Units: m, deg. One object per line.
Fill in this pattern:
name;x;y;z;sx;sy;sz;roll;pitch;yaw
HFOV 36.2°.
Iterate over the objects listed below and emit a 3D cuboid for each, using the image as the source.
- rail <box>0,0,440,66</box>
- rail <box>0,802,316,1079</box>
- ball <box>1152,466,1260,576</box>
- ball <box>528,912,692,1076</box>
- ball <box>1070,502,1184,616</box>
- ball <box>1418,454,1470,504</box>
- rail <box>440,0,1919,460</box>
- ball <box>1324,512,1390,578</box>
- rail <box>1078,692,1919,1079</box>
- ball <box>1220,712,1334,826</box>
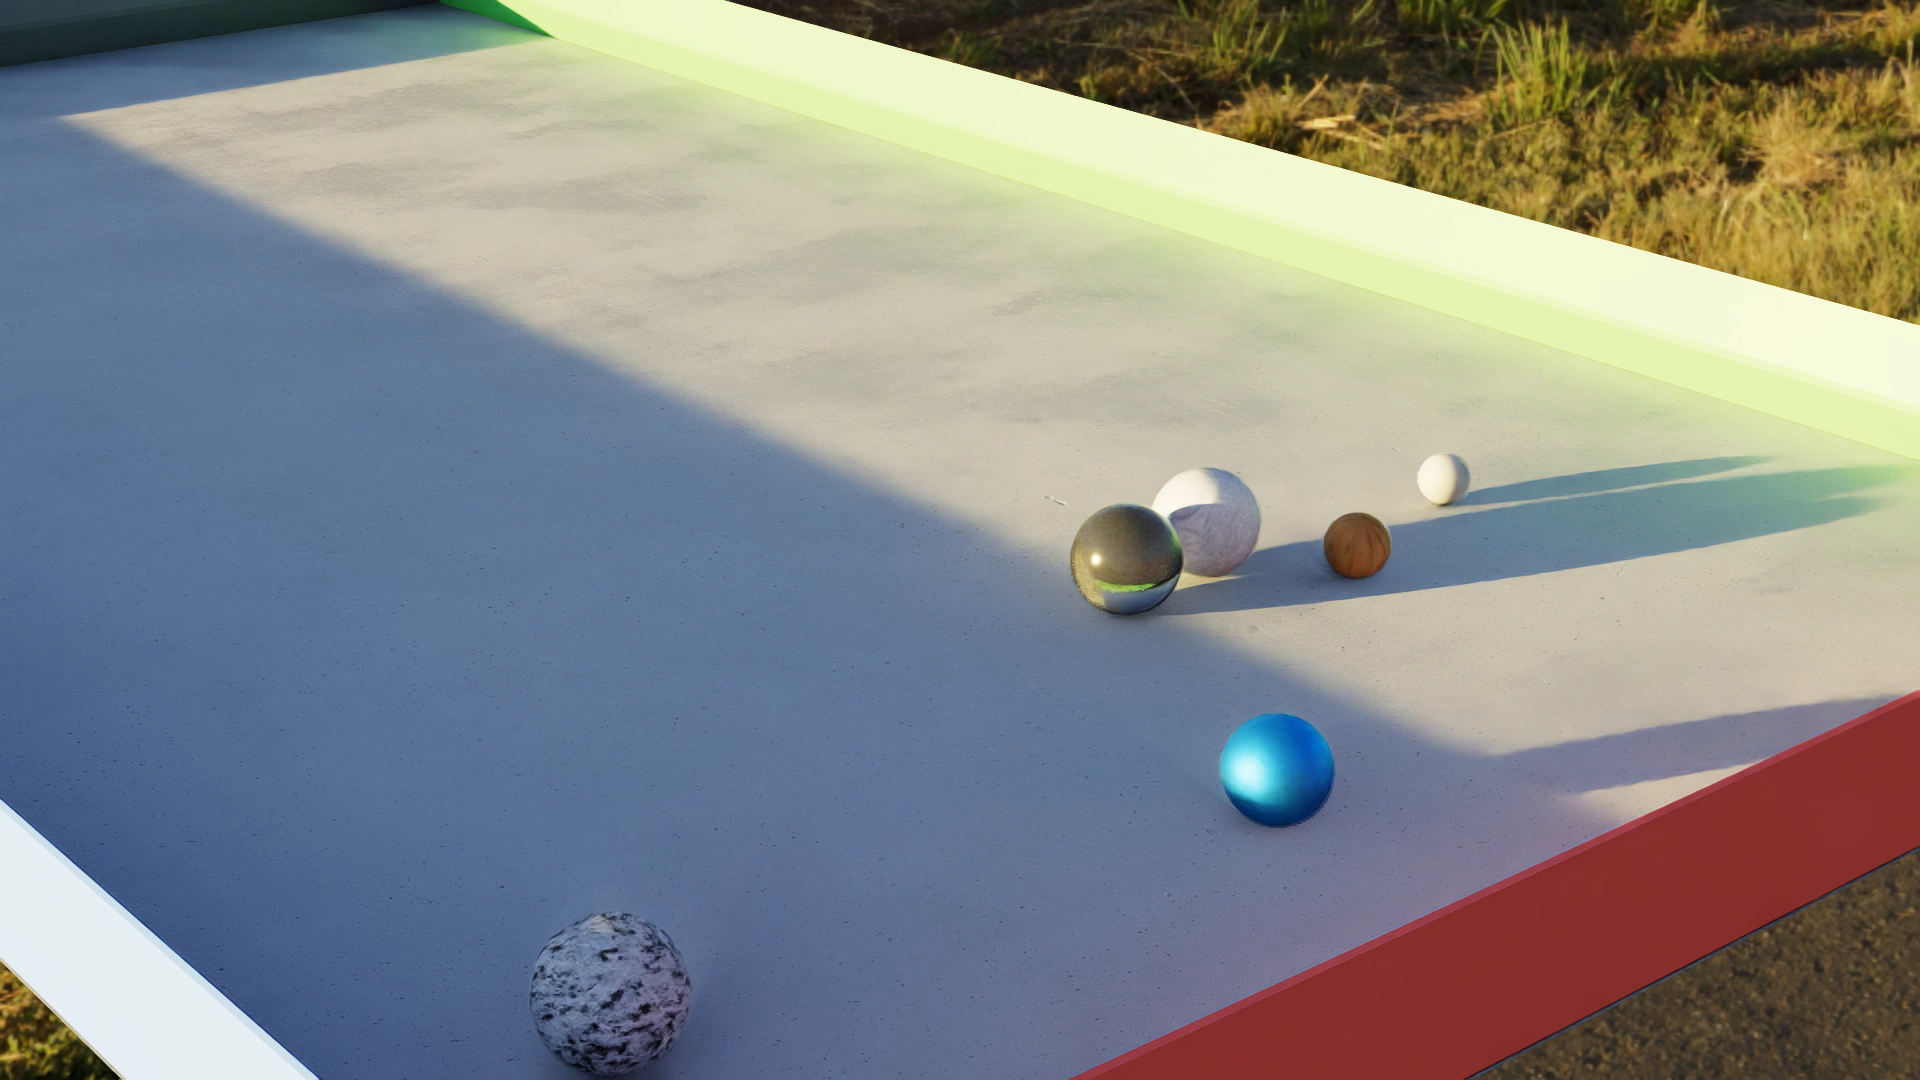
rail;-1.505;-0.710;4.174;1.770;0.127;0.045;-17;27;-36
rail;-1.173;-0.052;2.538;0.045;0.127;3.195;-17;27;-36
ball;0.208;-0.016;2.495;0.093;0.093;0.093;0;22;0
ball;-0.211;0.273;1.772;0.097;0.097;0.097;0;22;0
ball;0.137;0.016;2.418;0.093;0.093;0.093;0;22;0
ball;0.437;-0.055;2.657;0.046;0.046;0.046;0;22;0
rail;0.159;-0.460;3.552;0.045;0.127;3.195;-17;27;-36
ball;0.337;0.005;2.494;0.057;0.057;0.057;0;22;0
rail;0.492;0.198;1.917;1.770;0.127;0.045;-17;27;-36
ball;0.223;0.161;2.073;0.080;0.080;0.080;0;22;0
